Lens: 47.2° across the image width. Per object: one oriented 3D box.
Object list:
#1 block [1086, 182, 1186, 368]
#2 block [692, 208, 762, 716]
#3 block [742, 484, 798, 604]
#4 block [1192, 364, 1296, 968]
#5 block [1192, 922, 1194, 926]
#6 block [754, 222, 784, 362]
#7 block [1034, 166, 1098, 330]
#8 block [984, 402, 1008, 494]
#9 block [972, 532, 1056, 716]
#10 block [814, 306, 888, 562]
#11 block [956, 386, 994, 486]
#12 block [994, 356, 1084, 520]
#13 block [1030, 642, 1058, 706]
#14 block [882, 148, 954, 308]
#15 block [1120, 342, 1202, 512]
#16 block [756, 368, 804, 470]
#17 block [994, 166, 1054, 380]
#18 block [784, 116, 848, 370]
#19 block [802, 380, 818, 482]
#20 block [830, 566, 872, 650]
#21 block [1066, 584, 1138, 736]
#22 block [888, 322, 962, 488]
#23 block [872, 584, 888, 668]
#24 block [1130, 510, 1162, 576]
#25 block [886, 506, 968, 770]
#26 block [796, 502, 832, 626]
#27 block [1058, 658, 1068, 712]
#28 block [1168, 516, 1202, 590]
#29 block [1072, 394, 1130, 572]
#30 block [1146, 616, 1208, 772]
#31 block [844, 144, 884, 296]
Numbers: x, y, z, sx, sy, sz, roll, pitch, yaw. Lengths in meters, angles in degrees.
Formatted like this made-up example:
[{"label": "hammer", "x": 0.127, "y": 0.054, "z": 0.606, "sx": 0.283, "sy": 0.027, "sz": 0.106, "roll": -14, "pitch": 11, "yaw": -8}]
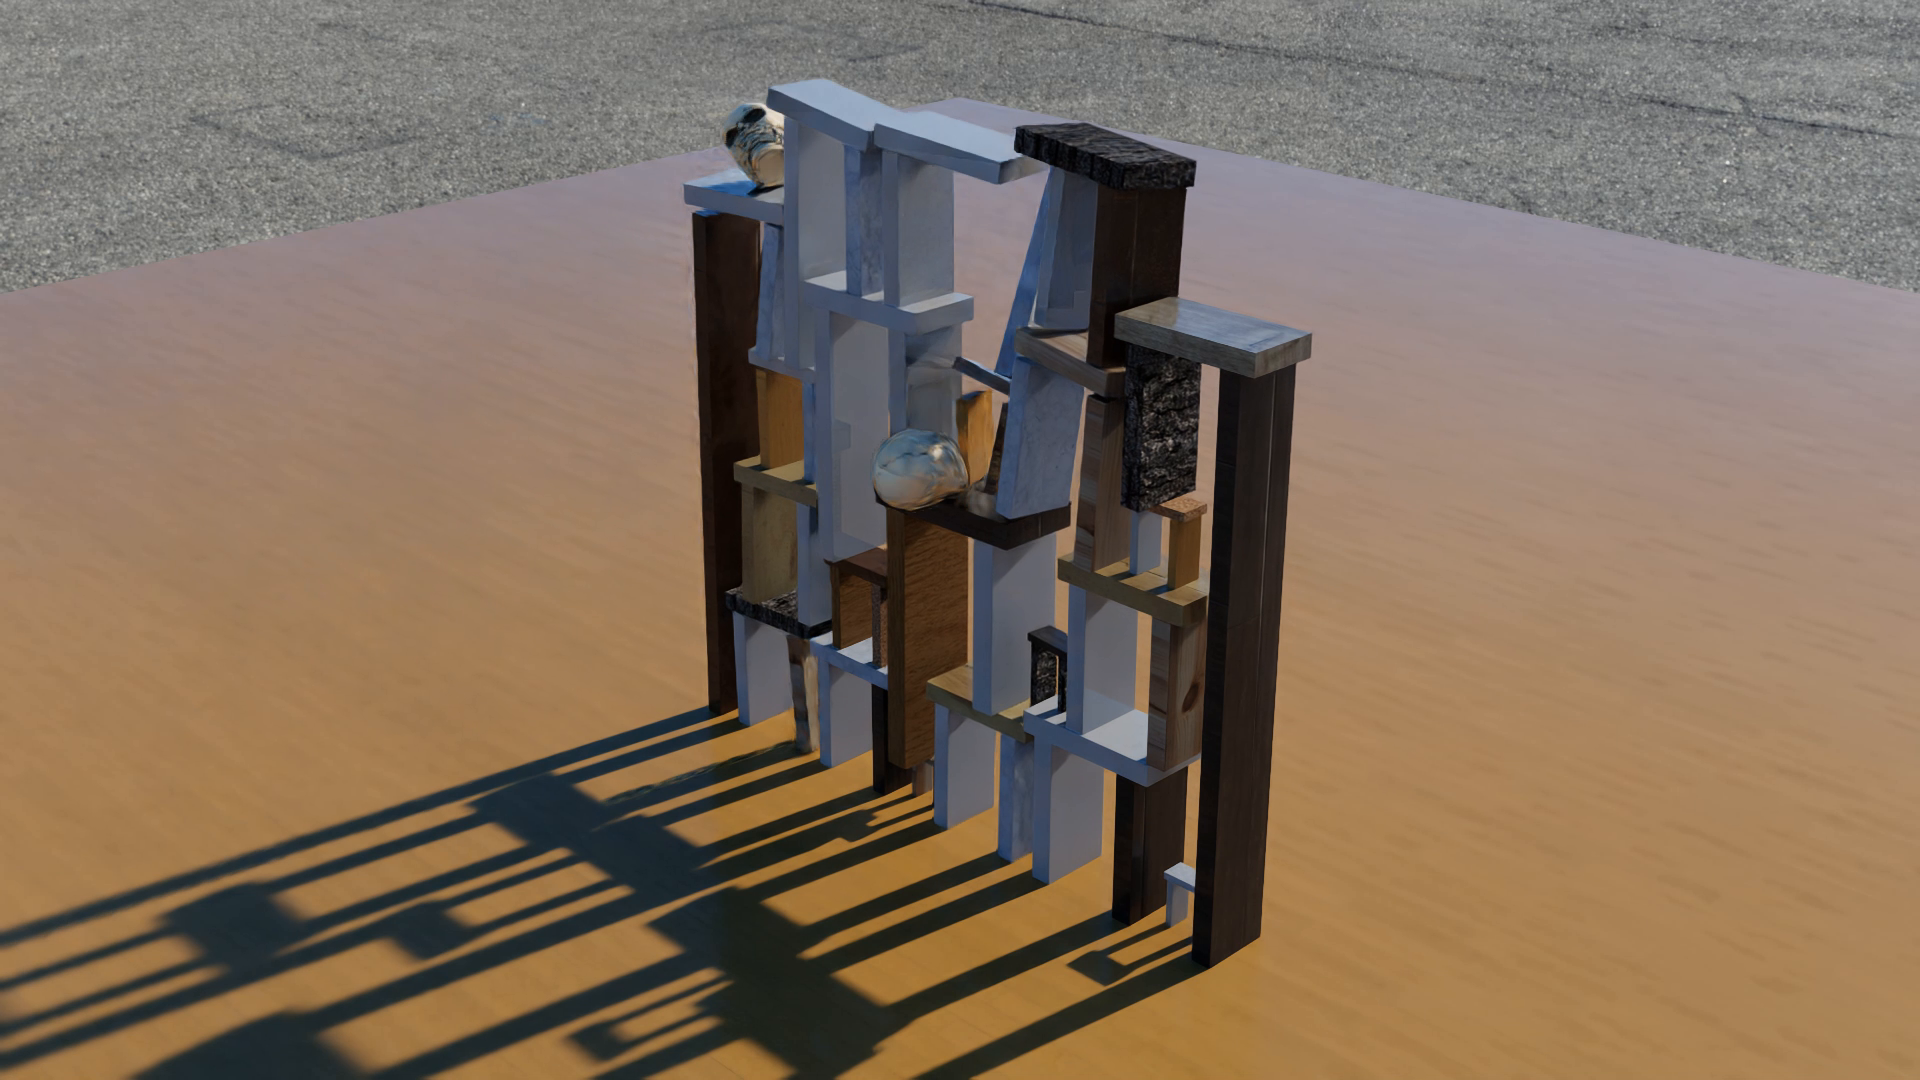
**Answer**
[{"label": "block", "x": 0.300, "y": -0.454, "z": 3.741, "sx": 0.153, "sy": 0.307, "sz": 0.043, "roll": -9, "pitch": 22, "yaw": -32}, {"label": "block", "x": -0.482, "y": -0.155, "z": 4.678, "sx": 0.041, "sy": 1.130, "sz": 0.144, "roll": 23, "pitch": 32, "yaw": 40}, {"label": "block", "x": -0.399, "y": -0.008, "z": 4.659, "sx": 0.038, "sy": 0.266, "sz": 0.133, "roll": 23, "pitch": 30, "yaw": 40}, {"label": "block", "x": 0.485, "y": 0.227, "z": 3.788, "sx": 0.042, "sy": 1.123, "sz": 0.148, "roll": 21, "pitch": 31, "yaw": 41}, {"label": "block", "x": 0.448, "y": 0.682, "z": 4.030, "sx": 0.014, "sy": 0.096, "sz": 0.048, "roll": 21, "pitch": 31, "yaw": 41}, {"label": "block", "x": -0.333, "y": -0.510, "z": 4.378, "sx": 0.041, "sy": 0.287, "sz": 0.144, "roll": 30, "pitch": 39, "yaw": 31}, {"label": "block", "x": 0.229, "y": -0.532, "z": 3.930, "sx": 0.153, "sy": 0.307, "sz": 0.043, "roll": -1, "pitch": 20, "yaw": -25}, {"label": "block", "x": 0.096, "y": -0.168, "z": 4.104, "sx": 0.024, "sy": 0.171, "sz": 0.085, "roll": 16, "pitch": 8, "yaw": 34}, {"label": "block", "x": 0.104, "y": 0.143, "z": 4.186, "sx": 0.050, "sy": 0.350, "sz": 0.175, "roll": 21, "pitch": 30, "yaw": 41}, {"label": "block", "x": -0.213, "y": -0.223, "z": 4.364, "sx": 0.043, "sy": 0.525, "sz": 0.153, "roll": 21, "pitch": 30, "yaw": 41}, {"label": "block", "x": 0.030, "y": -0.199, "z": 4.198, "sx": 0.024, "sy": 0.171, "sz": 0.086, "roll": 14, "pitch": 29, "yaw": 32}, {"label": "block", "x": 0.149, "y": -0.195, "z": 4.010, "sx": 0.149, "sy": 0.298, "sz": 0.042, "roll": -14, "pitch": 30, "yaw": -40}, {"label": "block", "x": 0.159, "y": 0.257, "z": 4.170, "sx": 0.055, "sy": 0.152, "sz": 0.016, "roll": -21, "pitch": 31, "yaw": -40}, {"label": "block", "x": -0.077, "y": -0.588, "z": 4.071, "sx": 0.041, "sy": 0.288, "sz": 0.144, "roll": 20, "pitch": 30, "yaw": 40}, {"label": "block", "x": 0.345, "y": -0.209, "z": 3.756, "sx": 0.148, "sy": 0.296, "sz": 0.042, "roll": -21, "pitch": 31, "yaw": -40}, {"label": "block", "x": -0.366, "y": -0.259, "z": 4.540, "sx": 0.104, "sy": 0.209, "sz": 0.030, "roll": -20, "pitch": 28, "yaw": -41}, {"label": "block", "x": 0.171, "y": -0.511, "z": 4.111, "sx": 0.041, "sy": 0.443, "sz": 0.144, "roll": 16, "pitch": 1, "yaw": 27}, {"label": "block", "x": -0.278, "y": -0.584, "z": 4.278, "sx": 0.040, "sy": 0.494, "sz": 0.140, "roll": 21, "pitch": 30, "yaw": 37}, {"label": "block", "x": -0.267, "y": -0.229, "z": 4.443, "sx": 0.104, "sy": 0.209, "sz": 0.030, "roll": -20, "pitch": 29, "yaw": -40}, {"label": "block", "x": -0.221, "y": 0.126, "z": 4.512, "sx": 0.026, "sy": 0.181, "sz": 0.090, "roll": 21, "pitch": 31, "yaw": 41}, {"label": "block", "x": 0.261, "y": 0.197, "z": 4.030, "sx": 0.041, "sy": 0.292, "sz": 0.146, "roll": 21, "pitch": 31, "yaw": 41}, {"label": "block", "x": -0.065, "y": -0.268, "z": 4.190, "sx": 0.043, "sy": 0.307, "sz": 0.153, "roll": 20, "pitch": 30, "yaw": 40}, {"label": "block", "x": -0.136, "y": 0.159, "z": 4.433, "sx": 0.026, "sy": 0.181, "sz": 0.090, "roll": 21, "pitch": 31, "yaw": 41}, {"label": "block", "x": 0.327, "y": -0.008, "z": 3.871, "sx": 0.064, "sy": 0.128, "sz": 0.018, "roll": -21, "pitch": 31, "yaw": -40}, {"label": "block", "x": -0.064, "y": 0.175, "z": 4.375, "sx": 0.050, "sy": 0.551, "sz": 0.175, "roll": 21, "pitch": 30, "yaw": 41}, {"label": "block", "x": -0.273, "y": 0.035, "z": 4.535, "sx": 0.133, "sy": 0.265, "sz": 0.038, "roll": -19, "pitch": 30, "yaw": -41}, {"label": "block", "x": 0.207, "y": 0.263, "z": 4.110, "sx": 0.016, "sy": 0.110, "sz": 0.055, "roll": 21, "pitch": 31, "yaw": 41}, {"label": "block", "x": 0.390, "y": 0.016, "z": 3.816, "sx": 0.064, "sy": 0.128, "sz": 0.018, "roll": -21, "pitch": 31, "yaw": -40}, {"label": "block", "x": 0.277, "y": -0.114, "z": 3.870, "sx": 0.149, "sy": 0.323, "sz": 0.042, "roll": -21, "pitch": 35, "yaw": -40}, {"label": "block", "x": 0.399, "y": 0.252, "z": 3.903, "sx": 0.041, "sy": 0.292, "sz": 0.146, "roll": 21, "pitch": 31, "yaw": 41}, {"label": "block", "x": -0.151, "y": -0.610, "z": 4.135, "sx": 0.040, "sy": 0.280, "sz": 0.140, "roll": 20, "pitch": 30, "yaw": 40}]
